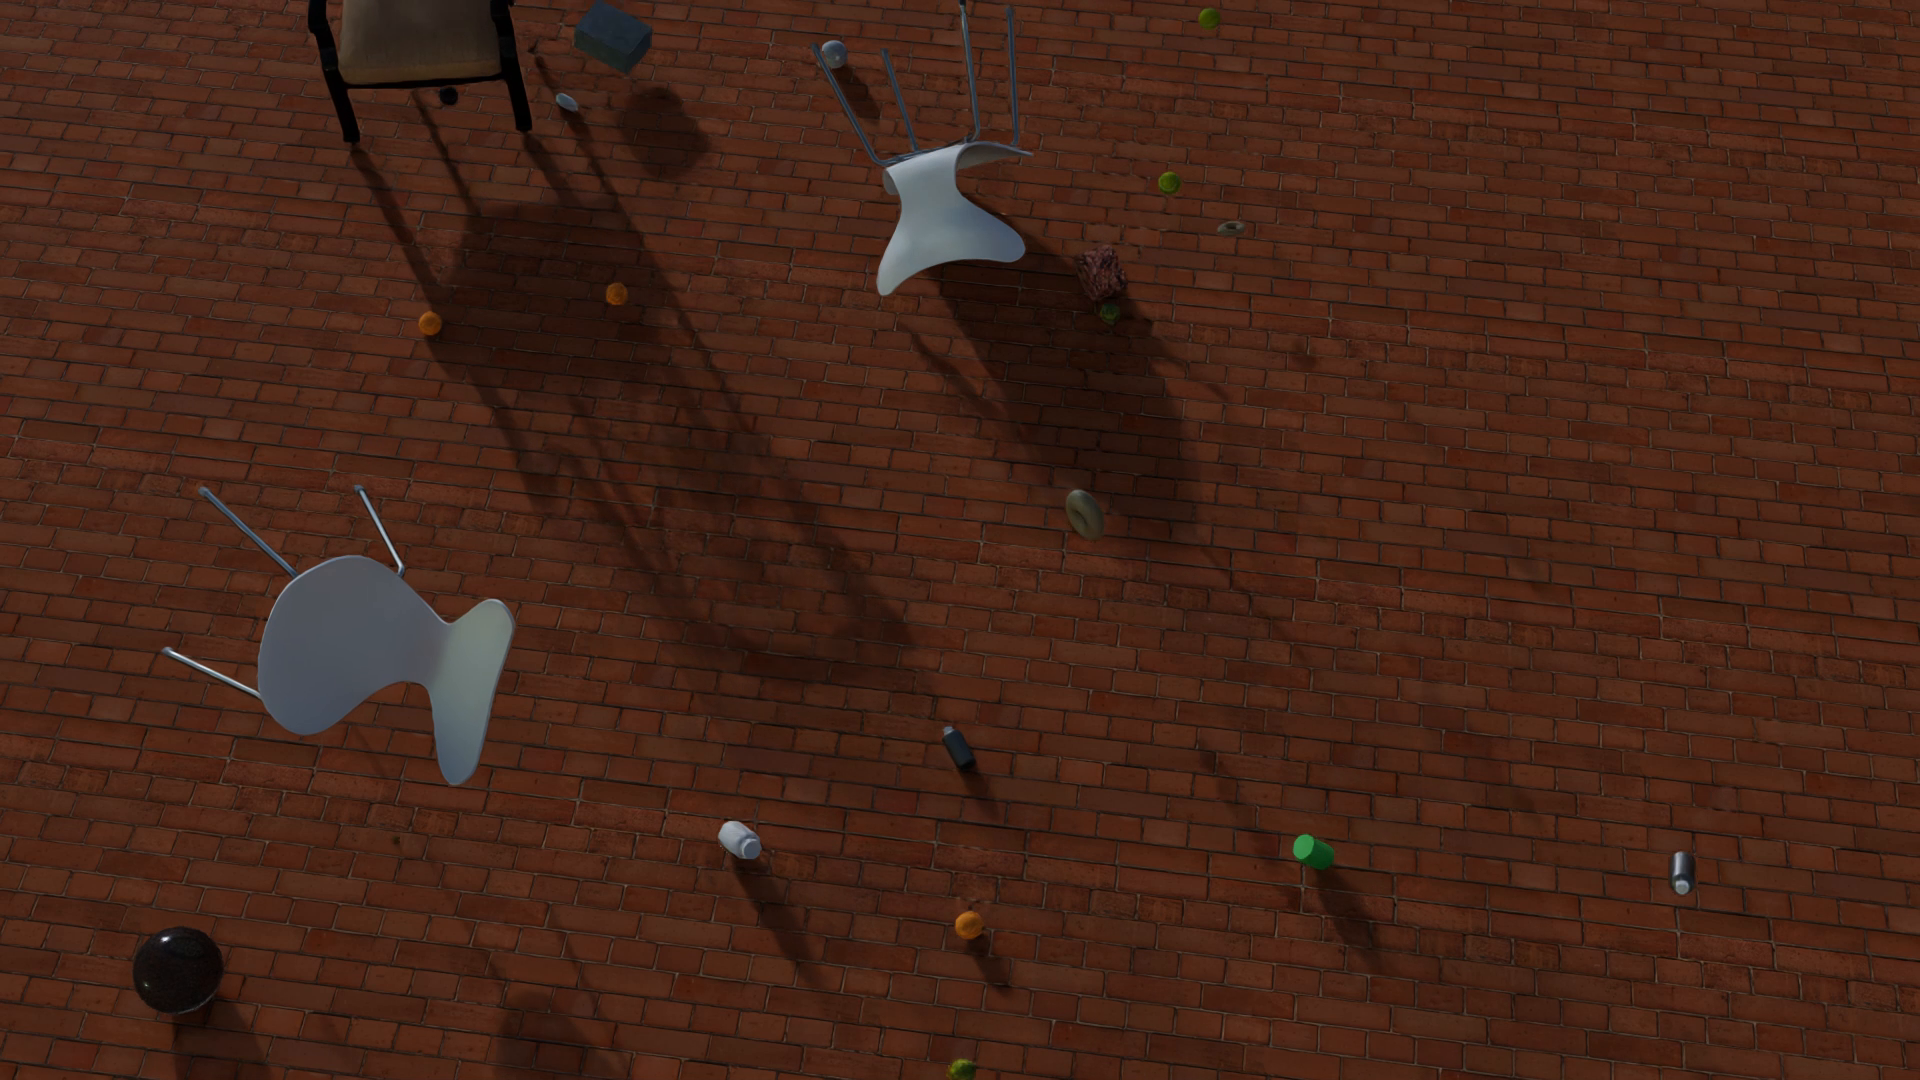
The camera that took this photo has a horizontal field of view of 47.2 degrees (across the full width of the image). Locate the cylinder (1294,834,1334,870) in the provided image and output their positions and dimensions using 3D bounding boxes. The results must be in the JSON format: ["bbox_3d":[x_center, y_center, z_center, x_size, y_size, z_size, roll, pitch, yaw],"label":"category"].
[{"bbox_3d":[0.957,0.843,5.939,0.073,0.096,0.070,29,91,-19],"label":"cylinder"}]

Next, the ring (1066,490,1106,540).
[{"bbox_3d":[0.357,-0.072,6.258,0.131,0.226,0.052,38,72,24],"label":"ring"}]

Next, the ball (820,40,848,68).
[{"bbox_3d":[-0.438,-1.688,7.647,0.099,0.099,0.099,0,56,0],"label":"ball"}]

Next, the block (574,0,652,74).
[{"bbox_3d":[-1.200,-1.739,7.597,0.211,0.100,0.155,29,61,3],"label":"block"}]

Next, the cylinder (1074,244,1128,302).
[{"bbox_3d":[0.454,-0.860,7.080,0.117,0.104,0.167,-22,73,-10],"label":"cylinder"}]

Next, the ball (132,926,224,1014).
[{"bbox_3d":[-2.023,1.113,5.692,0.224,0.224,0.224,0,56,0],"label":"ball"}]

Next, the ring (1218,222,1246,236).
[{"bbox_3d":[0.874,-1.001,7.075,0.106,0.022,0.060,-16,47,-27],"label":"ring"}]
